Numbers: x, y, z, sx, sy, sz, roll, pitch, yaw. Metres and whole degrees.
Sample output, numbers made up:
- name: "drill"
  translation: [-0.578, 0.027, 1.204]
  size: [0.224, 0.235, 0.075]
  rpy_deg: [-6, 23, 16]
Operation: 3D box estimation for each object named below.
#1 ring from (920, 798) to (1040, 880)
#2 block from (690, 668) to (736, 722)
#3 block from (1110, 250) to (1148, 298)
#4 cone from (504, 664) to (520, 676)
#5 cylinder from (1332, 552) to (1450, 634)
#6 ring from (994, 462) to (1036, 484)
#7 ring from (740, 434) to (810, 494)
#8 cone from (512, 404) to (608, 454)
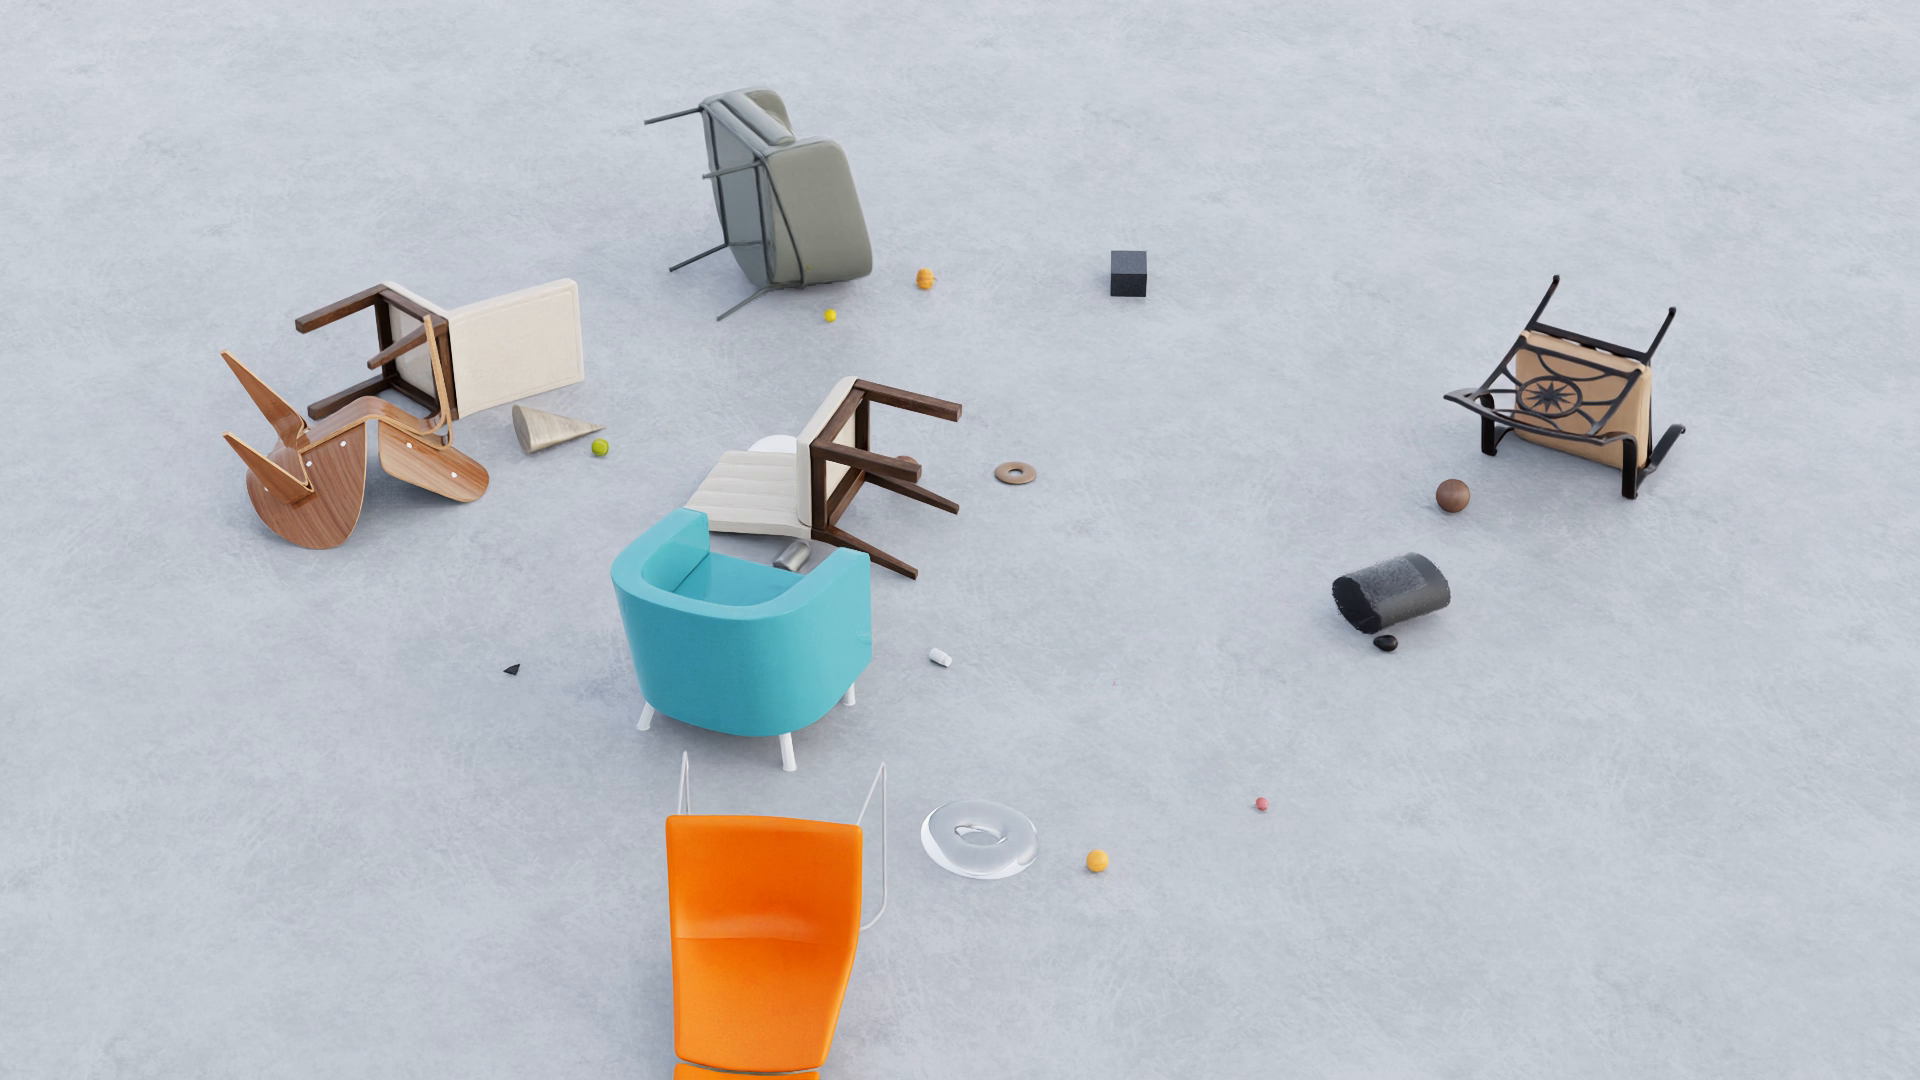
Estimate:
- name: "ring"
  translation: [0.066, 0.958, 9.402]
  size: [0.394, 0.099, 0.348]
  rpy_deg: [16, 36, 21]
- name: "block"
  translation: [-0.844, 0.530, 10.041]
  size: [0.076, 0.109, 0.145]
  rpy_deg: [22, 39, 30]
- name: "block"
  translation: [0.723, -1.143, 12.578]
  size: [0.153, 0.111, 0.209]
  rpy_deg: [1, 33, 2]
- name: "cone"
  translation: [-1.557, 0.459, 10.232]
  size: [0.069, 0.038, 0.031]
  rpy_deg: [-23, 71, -33]
- name: "cylinder"
  translation: [1.542, 0.189, 10.484]
  size: [0.308, 0.191, 0.289]
  rpy_deg: [-18, 33, -25]
- name: "ring"
  translation: [0.214, -0.260, 11.322]
  size: [0.165, 0.020, 0.160]
  rpy_deg: [17, 37, 24]
- name: "ring"
  translation: [-0.714, -0.294, 11.314]
  size: [0.272, 0.059, 0.347]
  rpy_deg: [-8, 40, 3]
- name: "cone"
  translation: [-1.557, -0.442, 11.557]
  size: [0.351, 0.131, 0.315]
  rpy_deg: [-2, 33, -23]
